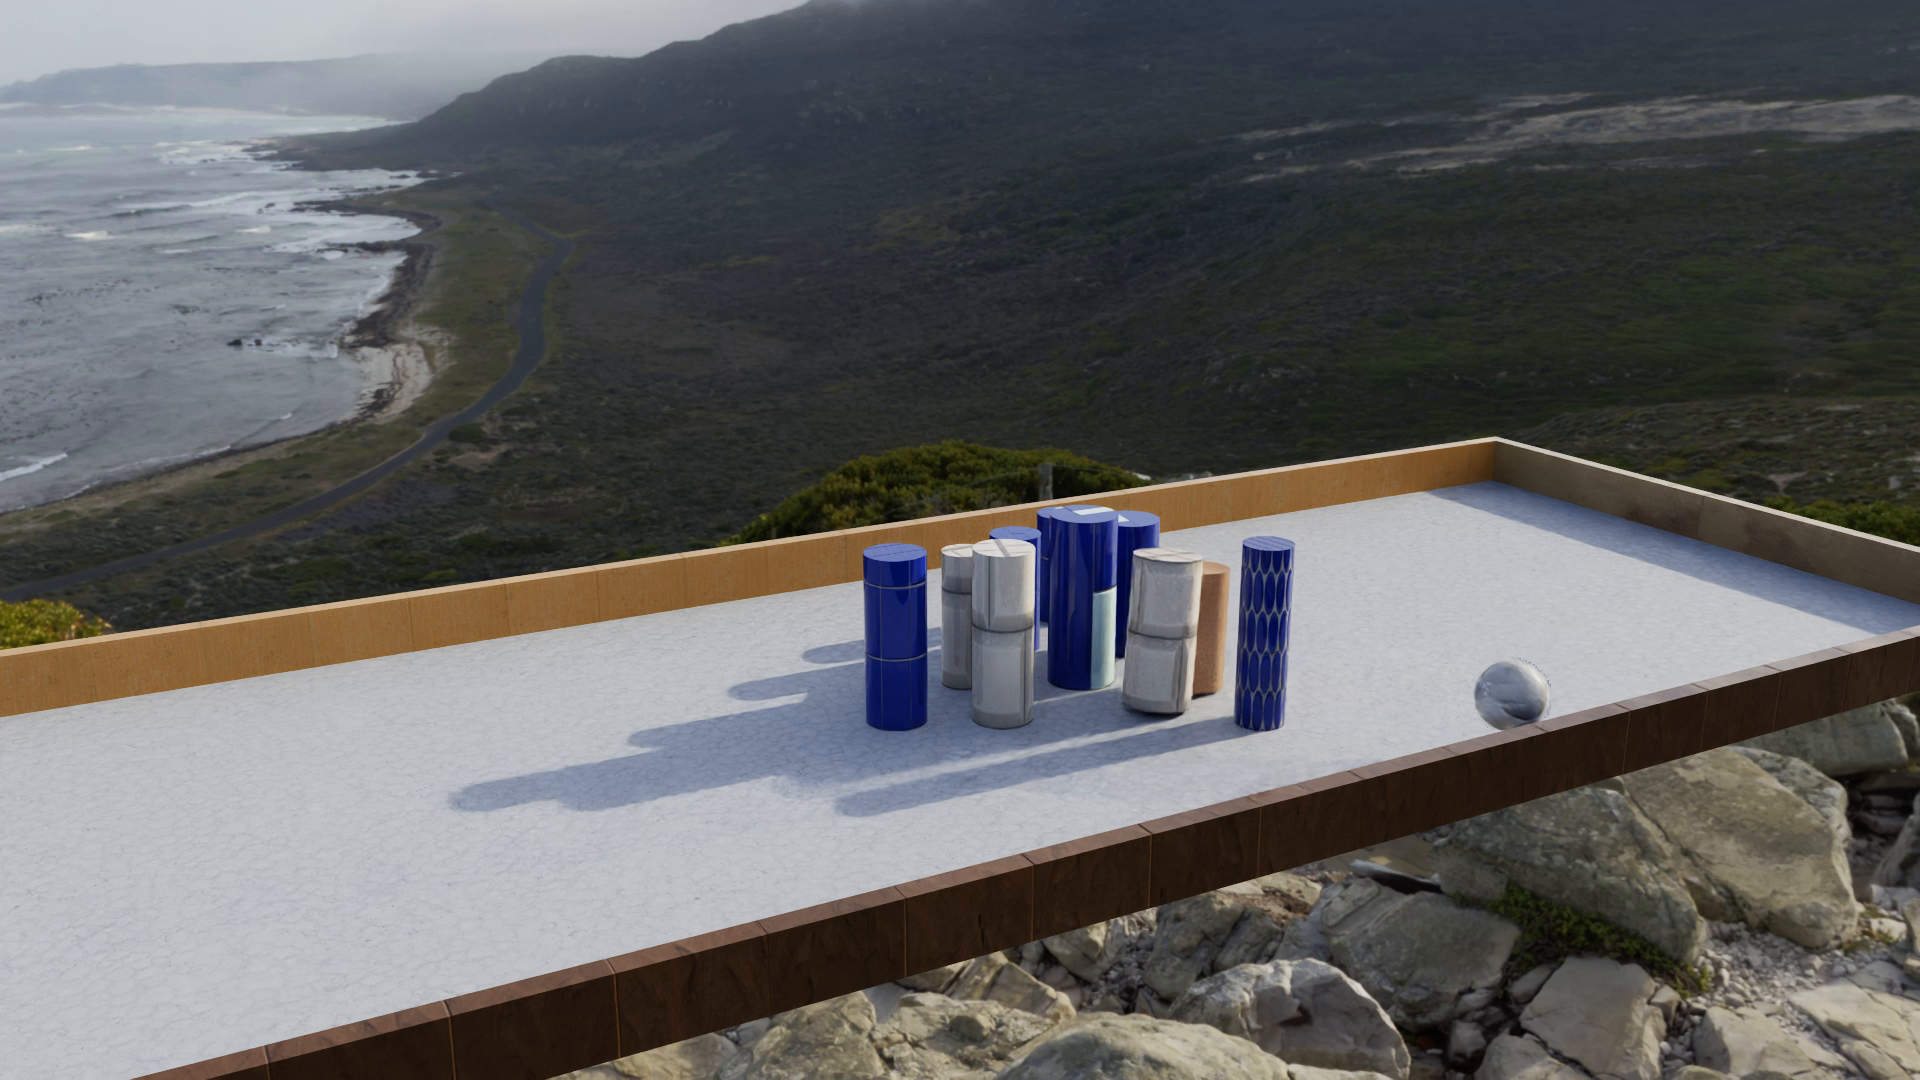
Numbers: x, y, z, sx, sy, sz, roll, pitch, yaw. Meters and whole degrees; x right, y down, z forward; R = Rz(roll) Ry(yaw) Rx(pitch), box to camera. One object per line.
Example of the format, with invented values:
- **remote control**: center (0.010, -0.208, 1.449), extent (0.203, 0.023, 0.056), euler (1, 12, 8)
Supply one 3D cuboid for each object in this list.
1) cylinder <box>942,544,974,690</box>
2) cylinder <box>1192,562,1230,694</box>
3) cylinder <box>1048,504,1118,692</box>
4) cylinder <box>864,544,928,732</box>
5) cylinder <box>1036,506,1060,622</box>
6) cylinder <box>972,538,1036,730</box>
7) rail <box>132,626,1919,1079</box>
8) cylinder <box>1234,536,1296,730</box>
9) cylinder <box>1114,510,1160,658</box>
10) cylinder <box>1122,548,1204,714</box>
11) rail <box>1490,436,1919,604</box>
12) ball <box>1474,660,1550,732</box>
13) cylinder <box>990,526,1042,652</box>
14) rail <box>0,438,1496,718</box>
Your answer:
- **cylinder**: center (0.011, 0.191, 4.093), extent (0.114, 0.345, 0.114), euler (0, 16, 0)
- **cylinder**: center (0.584, 0.214, 4.076), extent (0.147, 0.300, 0.147), euler (1, 12, 0)
- **cylinder**: center (0.304, 0.143, 4.102), extent (0.169, 0.432, 0.169), euler (0, 16, 0)
- **cylinder**: center (-0.150, 0.226, 3.850), extent (0.147, 0.414, 0.147), euler (0, 16, 0)
- **cylinder**: center (0.280, 0.069, 4.584), extent (0.136, 0.301, 0.136), euler (0, 16, 0)
- **cylinder**: center (0.101, 0.220, 3.859), extent (0.146, 0.421, 0.146), euler (0, 16, 0)
- **rail**: center (-2.336, 1.006, 1.665), extent (12.000, 0.150, 0.050), euler (-9, 18, -27)
- **cylinder**: center (0.707, 0.218, 3.836), extent (0.119, 0.438, 0.119), euler (0, 16, 0)
- **cylinder**: center (0.440, 0.115, 4.329), extent (0.158, 0.357, 0.158), euler (0, 16, 0)
- **cylinder**: center (0.483, 0.215, 3.944), extent (0.167, 0.366, 0.167), euler (3, 10, -1)
- **rail**: center (2.466, -0.048, 5.253), extent (0.050, 0.150, 2.100), euler (-9, 18, -27)
- **ball**: center (1.232, 0.349, 3.684), extent (0.162, 0.162, 0.162), euler (0, 16, 0)
- **cylinder**: center (0.145, 0.132, 4.350), extent (0.136, 0.313, 0.136), euler (0, 16, 0)
- **rail**: center (-3.305, 0.497, 3.399), extent (12.000, 0.150, 0.050), euler (-9, 18, -27)
